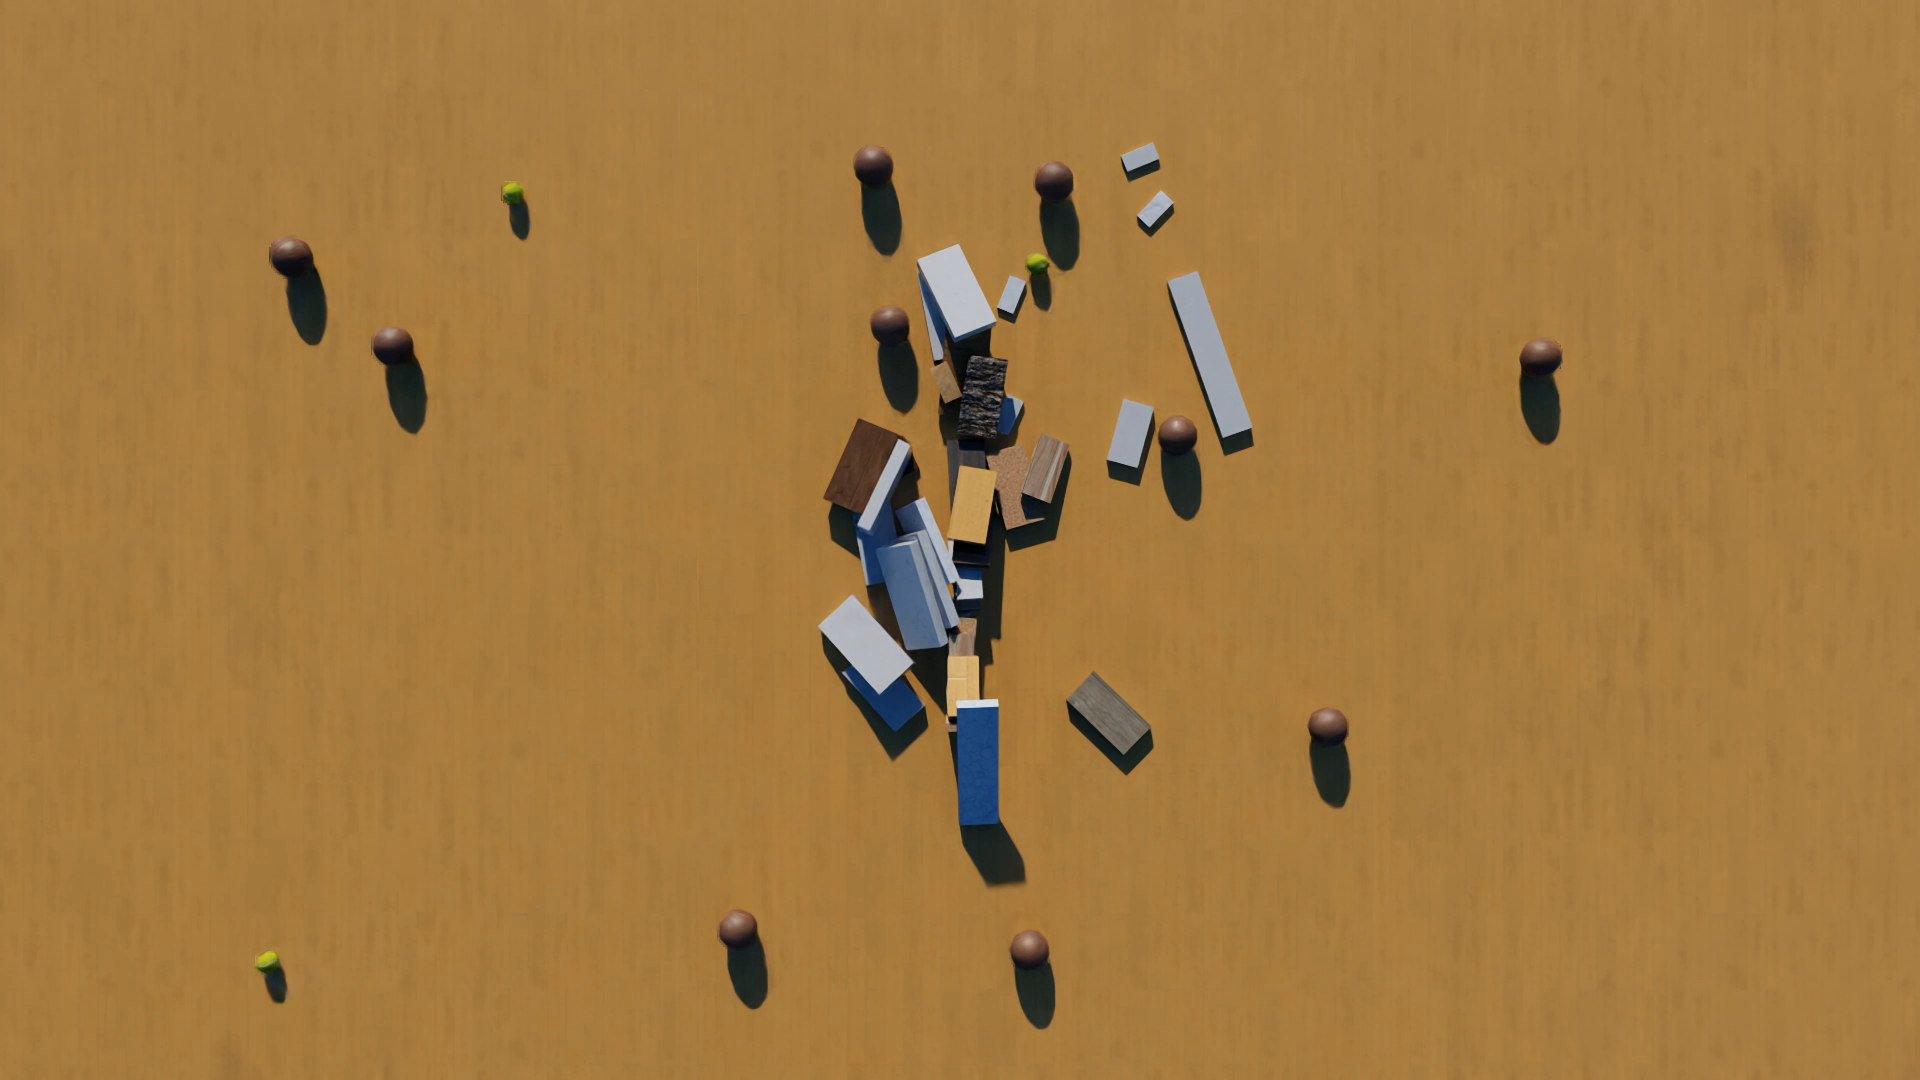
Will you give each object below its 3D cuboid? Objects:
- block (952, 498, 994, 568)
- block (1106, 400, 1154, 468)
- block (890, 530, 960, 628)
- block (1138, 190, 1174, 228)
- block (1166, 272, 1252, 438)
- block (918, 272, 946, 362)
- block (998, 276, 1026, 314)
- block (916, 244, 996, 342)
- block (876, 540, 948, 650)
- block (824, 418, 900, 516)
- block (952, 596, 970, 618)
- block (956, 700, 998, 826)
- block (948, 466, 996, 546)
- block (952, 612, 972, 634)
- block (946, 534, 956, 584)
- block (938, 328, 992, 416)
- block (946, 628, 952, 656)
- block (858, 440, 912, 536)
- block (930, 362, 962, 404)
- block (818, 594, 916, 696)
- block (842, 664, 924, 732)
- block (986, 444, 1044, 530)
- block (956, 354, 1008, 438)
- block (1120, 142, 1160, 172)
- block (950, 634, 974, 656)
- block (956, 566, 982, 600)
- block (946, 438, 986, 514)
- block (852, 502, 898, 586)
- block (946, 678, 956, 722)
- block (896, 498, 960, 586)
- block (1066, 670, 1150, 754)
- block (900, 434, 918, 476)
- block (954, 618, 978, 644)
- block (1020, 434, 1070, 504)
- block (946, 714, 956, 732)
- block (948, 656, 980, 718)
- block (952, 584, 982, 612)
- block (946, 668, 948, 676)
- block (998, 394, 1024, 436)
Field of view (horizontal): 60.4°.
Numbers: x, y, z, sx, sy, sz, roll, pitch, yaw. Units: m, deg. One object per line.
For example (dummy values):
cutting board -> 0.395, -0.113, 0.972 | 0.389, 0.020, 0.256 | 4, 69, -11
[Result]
block -> 0.044, -0.033, 5.440 | 0.124, 0.035, 0.248 | 4, 70, 1
block -> 0.566, -0.353, 5.485 | 0.104, 0.030, 0.209 | 15, 90, 0
block -> -0.114, 0.136, 5.416 | 0.041, 0.146, 0.328 | -24, 97, -39
block -> 0.649, -1.101, 5.492 | 0.058, 0.016, 0.115 | 44, 90, 0
block -> 0.830, -0.616, 5.485 | 0.104, 0.030, 0.550 | -19, 90, 0
block -> -0.041, -0.754, 5.479 | 0.149, 0.042, 0.299 | -11, 90, 0
block -> 0.172, -0.816, 5.492 | 0.058, 0.016, 0.115 | 22, 90, 0
block -> -0.012, -0.809, 5.403 | 0.149, 0.042, 0.299 | -23, 77, -10
block -> -0.157, 0.183, 5.404 | 0.155, 0.044, 0.354 | -9, 102, 41
block -> -0.325, -0.240, 5.457 | 0.146, 0.041, 0.292 | 23, 85, 7
block -> 0.005, 0.212, 5.468 | 0.069, 0.020, 0.139 | 17, 74, 4
block -> 0.058, 0.725, 5.350 | 0.131, 0.037, 0.493 | -2, 123, -2
block -> 0.041, -0.112, 5.393 | 0.124, 0.035, 0.248 | 9, 76, 1
block -> 0.005, 0.301, 5.462 | 0.069, 0.020, 0.139 | -3, 72, 0
block -> 0.007, 0.060, 5.464 | 0.085, 0.024, 0.170 | -5, 74, -2
block -> 0.016, -0.560, 5.447 | 0.149, 0.042, 0.299 | 4, 101, -3
block -> 0.001, 0.365, 5.464 | 0.081, 0.023, 0.163 | -4, 72, 0
block -> -0.245, -0.169, 5.390 | 0.044, 0.155, 0.310 | 25, 84, 2
block -> -0.046, -0.518, 5.422 | 0.062, 0.017, 0.123 | -24, 101, 3
block -> -0.307, 0.347, 5.444 | 0.155, 0.044, 0.310 | -43, 77, 0
block -> -0.254, 0.495, 5.481 | 0.131, 0.037, 0.263 | -42, 90, 0
block -> 0.182, -0.177, 5.482 | 0.131, 0.037, 0.261 | -16, 90, 0
block -> 0.073, -0.472, 5.426 | 0.131, 0.037, 0.261 | 8, 101, -4
block -> 0.599, -1.273, 5.492 | 0.115, 0.016, 0.058 | -22, 90, 0
block -> 0.005, 0.388, 5.400 | 0.081, 0.023, 0.163 | 0, 89, 0
block -> 0.027, 0.113, 5.424 | 0.085, 0.024, 0.170 | -3, 74, -2
block -> 0.024, -0.210, 5.452 | 0.124, 0.035, 0.248 | -3, 77, -2
block -> -0.271, 0.011, 5.482 | 0.131, 0.037, 0.261 | -11, 90, 0
block -> 0.007, 0.518, 5.407 | 0.101, 0.202, 0.029 | -4, 122, 0
block -> -0.107, 0.016, 5.427 | 0.041, 0.146, 0.292 | -23, 90, -31
block -> 0.494, 0.573, 5.481 | 0.263, 0.037, 0.131 | 44, 90, 0
block -> -0.190, -0.280, 5.491 | 0.062, 0.017, 0.123 | -26, 90, 0
block -> 0.016, 0.325, 5.423 | 0.069, 0.020, 0.139 | 5, 89, 1
block -> 0.280, -0.236, 5.460 | 0.104, 0.030, 0.209 | 21, 81, -12
block -> 0.005, 0.596, 5.399 | 0.101, 0.202, 0.029 | -4, 92, 0
block -> 0.012, 0.477, 5.335 | 0.101, 0.029, 0.202 | -1, 67, 1
block -> 0.019, 0.151, 5.463 | 0.085, 0.024, 0.170 | -5, 74, -3
block -> 0.000, 0.477, 5.425 | 0.081, 0.163, 0.023 | -4, 122, 0
block -> 0.158, -0.416, 5.491 | 0.062, 0.017, 0.123 | 24, 90, 0
